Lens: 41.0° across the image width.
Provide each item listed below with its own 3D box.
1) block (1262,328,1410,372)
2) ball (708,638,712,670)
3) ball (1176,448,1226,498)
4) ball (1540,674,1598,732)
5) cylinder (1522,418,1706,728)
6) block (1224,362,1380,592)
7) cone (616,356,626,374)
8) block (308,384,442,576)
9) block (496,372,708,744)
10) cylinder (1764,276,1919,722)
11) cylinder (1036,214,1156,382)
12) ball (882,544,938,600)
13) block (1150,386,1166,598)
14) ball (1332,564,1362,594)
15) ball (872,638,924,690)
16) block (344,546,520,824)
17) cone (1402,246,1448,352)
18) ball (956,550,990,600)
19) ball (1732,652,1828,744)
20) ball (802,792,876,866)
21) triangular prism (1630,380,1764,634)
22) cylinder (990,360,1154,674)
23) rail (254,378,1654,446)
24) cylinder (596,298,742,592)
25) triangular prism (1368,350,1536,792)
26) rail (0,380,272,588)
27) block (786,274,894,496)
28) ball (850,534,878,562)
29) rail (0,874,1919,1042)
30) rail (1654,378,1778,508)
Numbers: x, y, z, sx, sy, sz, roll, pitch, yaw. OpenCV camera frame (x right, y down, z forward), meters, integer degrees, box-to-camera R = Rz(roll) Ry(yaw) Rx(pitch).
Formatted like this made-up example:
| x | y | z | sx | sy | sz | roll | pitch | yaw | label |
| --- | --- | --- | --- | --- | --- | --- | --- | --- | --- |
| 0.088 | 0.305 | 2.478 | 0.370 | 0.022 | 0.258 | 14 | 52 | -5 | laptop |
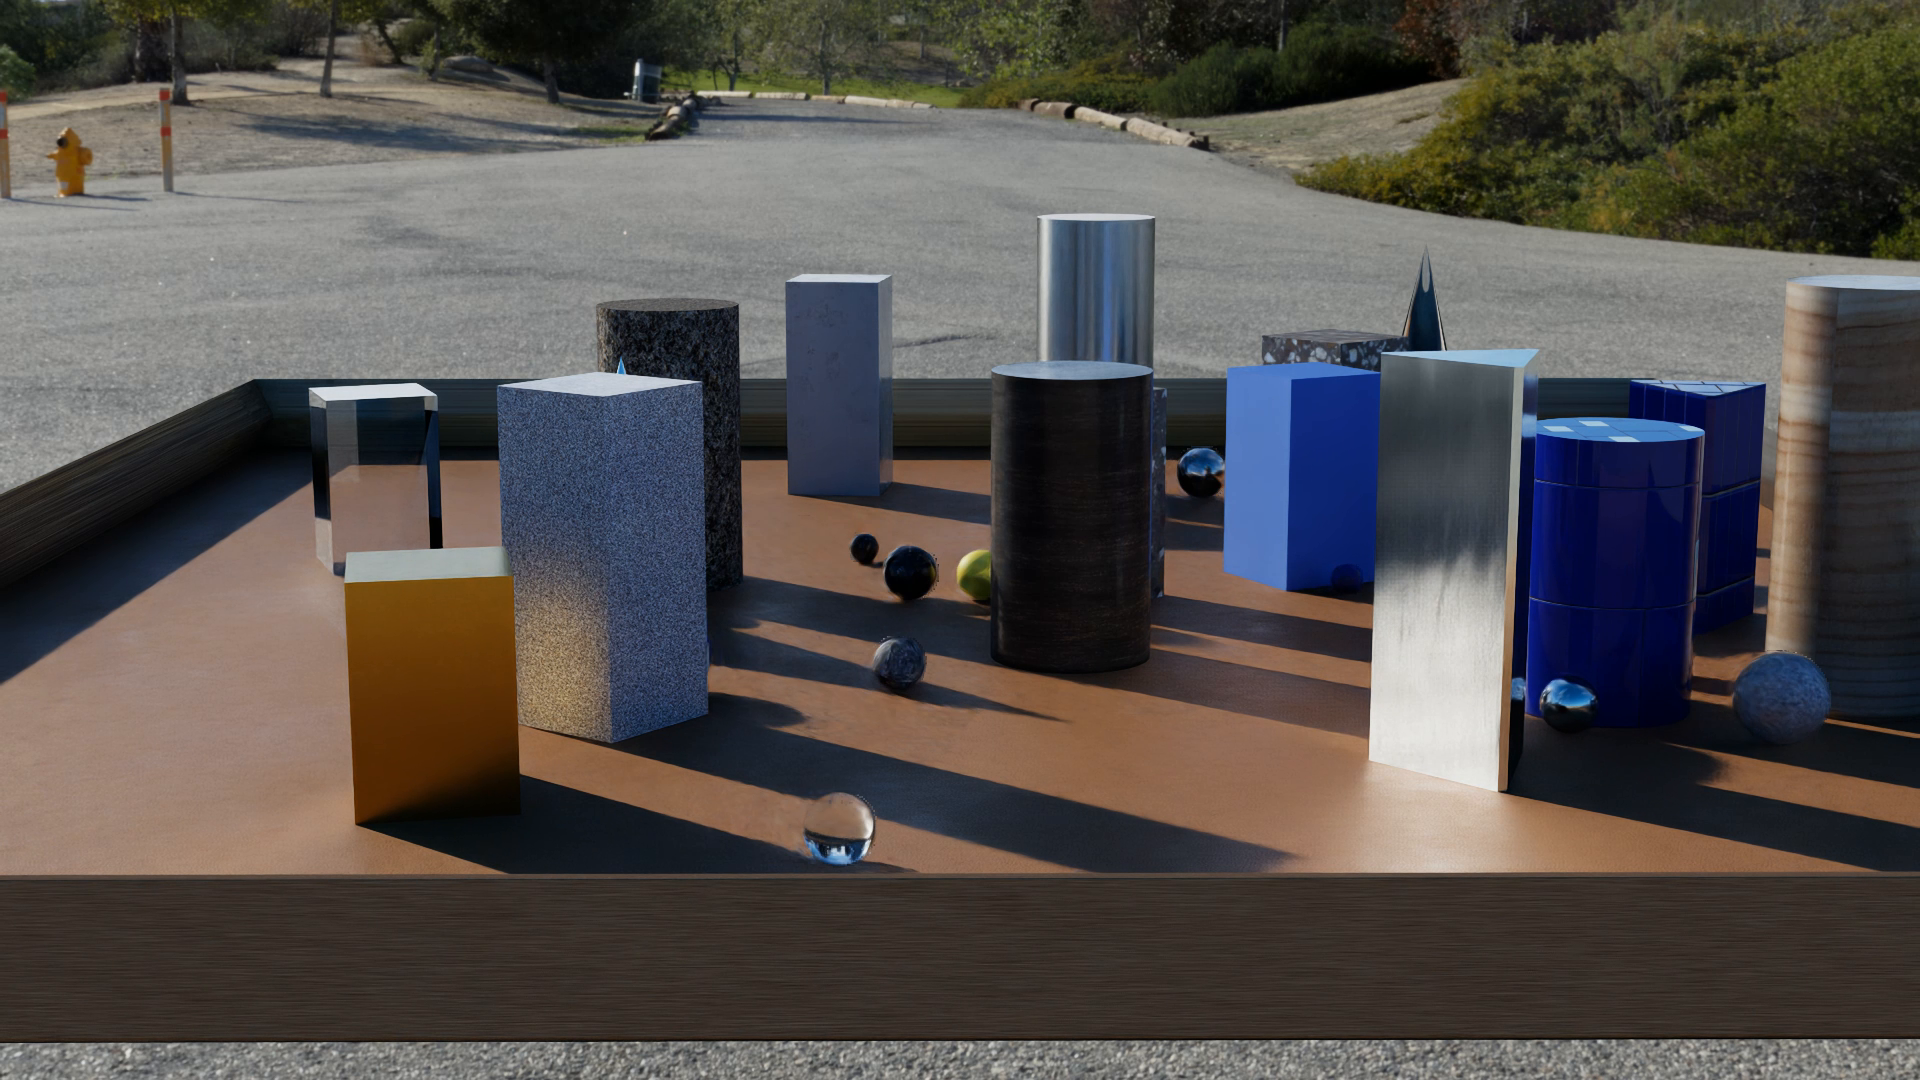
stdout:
| x | y | z | sx | sy | sz | roll | pitch | yaw | label |
| --- | --- | --- | --- | --- | --- | --- | --- | --- | --- |
| 0.580 | -0.160 | 3.989 | 0.159 | 0.315 | 0.159 | -9 | 14 | -40 | block |
| -0.338 | 0.133 | 3.006 | 0.096 | 0.096 | 0.096 | 0 | 10 | 0 | ball |
| 0.412 | -0.114 | 4.368 | 0.087 | 0.087 | 0.087 | 0 | 10 | 0 | ball |
| 0.673 | 0.181 | 2.835 | 0.064 | 0.064 | 0.064 | 0 | 10 | 0 | ball |
| 0.738 | 0.033 | 2.925 | 0.199 | 0.322 | 0.199 | 0 | 10 | 0 | cylinder |
| 0.491 | -0.095 | 3.680 | 0.159 | 0.299 | 0.159 | -5 | 12 | -27 | block |
| -0.436 | -0.060 | 3.331 | 0.199 | 0.358 | 0.199 | 0 | 10 | 0 | cone |
| -0.863 | -0.093 | 3.790 | 0.159 | 0.255 | 0.159 | -4 | 11 | -22 | block |
| -0.397 | 0.014 | 2.868 | 0.159 | 0.380 | 0.159 | 7 | 13 | 35 | block |
| 1.036 | -0.052 | 2.936 | 0.199 | 0.485 | 0.199 | 0 | 10 | 0 | cylinder |
| 0.229 | -0.310 | 4.362 | 0.199 | 0.475 | 0.199 | 0 | 10 | 0 | cylinder |
| -0.070 | 0.045 | 3.539 | 0.076 | 0.076 | 0.076 | 0 | 10 | 0 | ball |
| 0.171 | -0.065 | 3.541 | 0.159 | 0.291 | 0.159 | 10 | 15 | 44 | block |
| 0.539 | 0.055 | 3.578 | 0.042 | 0.042 | 0.042 | 0 | 10 | 0 | ball |
| -0.072 | 0.146 | 3.032 | 0.062 | 0.062 | 0.062 | 0 | 10 | 0 | ball |
| -0.527 | 0.142 | 2.565 | 0.159 | 0.240 | 0.159 | -2 | 11 | -12 | block |
| 0.762 | -0.270 | 4.232 | 0.199 | 0.442 | 0.199 | 0 | 10 | 0 | cone |
| 0.029 | 0.048 | 3.540 | 0.069 | 0.069 | 0.069 | 0 | 10 | 0 | ball |
| 0.891 | 0.172 | 2.787 | 0.099 | 0.099 | 0.099 | 0 | 10 | 0 | ball |
| -0.111 | 0.266 | 2.364 | 0.068 | 0.068 | 0.068 | 0 | 10 | 0 | ball |
| 0.955 | -0.052 | 3.413 | 0.149 | 0.312 | 0.172 | 8 | 13 | 38 | triangular prism |
| 0.138 | -0.032 | 3.177 | 0.199 | 0.359 | 0.199 | 0 | 10 | 0 | cylinder |
| -0.009 | -0.244 | 4.945 | 2.708 | 0.129 | 0.045 | 0 | 10 | 0 | rail |
| -0.410 | -0.136 | 3.635 | 0.199 | 0.396 | 0.199 | 0 | 10 | 0 | cylinder |
| 0.548 | 0.022 | 2.678 | 0.149 | 0.433 | 0.172 | -9 | 14 | -41 | triangular prism |
| -1.330 | 0.035 | 3.441 | 0.045 | 0.129 | 3.092 | 0 | 10 | 0 | rail |
| -0.207 | -0.271 | 4.448 | 0.159 | 0.366 | 0.159 | 1 | 11 | 7 | block |
| -0.142 | 0.012 | 3.808 | 0.043 | 0.043 | 0.043 | 0 | 10 | 0 | ball |
| 0.009 | 0.310 | 1.952 | 2.708 | 0.129 | 0.045 | 0 | 10 | 0 | rail |
| 1.330 | 0.032 | 3.456 | 0.045 | 0.129 | 3.092 | 0 | 10 | 0 | rail |
